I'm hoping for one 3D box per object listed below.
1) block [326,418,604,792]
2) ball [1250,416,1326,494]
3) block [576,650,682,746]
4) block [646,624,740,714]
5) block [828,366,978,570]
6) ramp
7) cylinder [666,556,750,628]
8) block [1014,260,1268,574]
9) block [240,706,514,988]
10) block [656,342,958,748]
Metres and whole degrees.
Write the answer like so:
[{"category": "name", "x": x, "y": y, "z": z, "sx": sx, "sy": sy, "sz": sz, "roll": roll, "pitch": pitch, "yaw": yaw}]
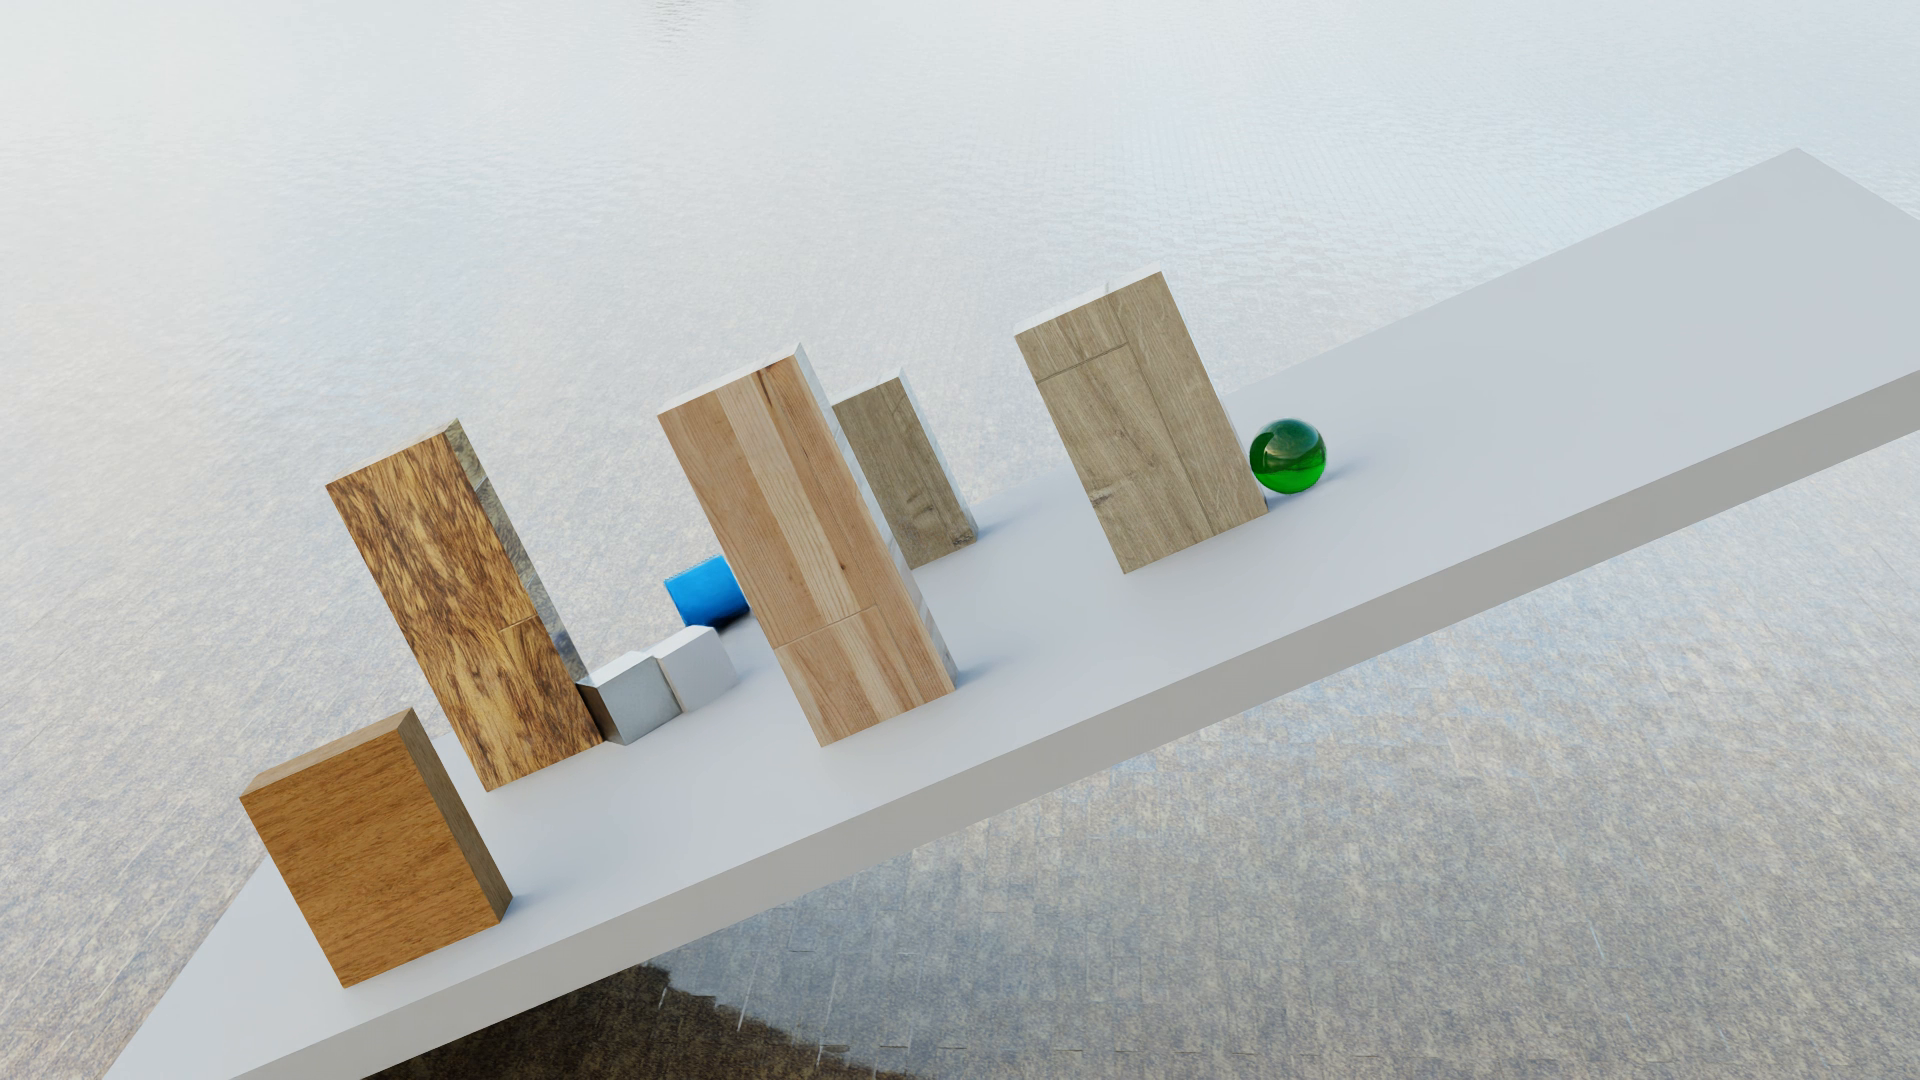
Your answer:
[{"category": "block", "x": -1.109, "y": 0.150, "z": 6.685, "sx": 0.302, "sy": 0.795, "sz": 0.139, "roll": -23, "pitch": 13, "yaw": 9}, {"category": "ball", "x": 0.674, "y": -0.174, "z": 6.044, "sx": 0.159, "sy": 0.159, "sz": 0.159, "roll": 0, "pitch": 15, "yaw": 0}, {"category": "block", "x": -0.747, "y": 0.356, "z": 6.637, "sx": 0.151, "sy": 0.151, "sz": 0.151, "roll": -31, "pitch": 14, "yaw": -22}, {"category": "block", "x": -0.610, "y": 0.291, "z": 6.655, "sx": 0.142, "sy": 0.142, "sz": 0.142, "roll": -31, "pitch": 14, "yaw": -22}, {"category": "block", "x": -0.170, "y": -0.150, "z": 6.915, "sx": 0.266, "sy": 0.434, "sz": 0.120, "roll": -23, "pitch": 13, "yaw": 9}, {"category": "ramp", "x": 0.134, "y": 0.169, "z": 6.283, "sx": 4.000, "sy": 0.100, "sz": 2.000, "roll": -23, "pitch": 13, "yaw": 9}, {"category": "cylinder", "x": -0.621, "y": 0.142, "z": 7.237, "sx": 0.155, "sy": 0.155, "sz": 0.155, "roll": -27, "pitch": 21, "yaw": -8}, {"category": "block", "x": 0.373, "y": -0.251, "z": 6.037, "sx": 0.324, "sy": 0.549, "sz": 0.127, "roll": -23, "pitch": 13, "yaw": 9}, {"category": "block", "x": -1.140, "y": 0.603, "z": 5.759, "sx": 0.346, "sy": 0.436, "sz": 0.134, "roll": -23, "pitch": 13, "yaw": 9}, {"category": "block", "x": -0.295, "y": 0.012, "z": 5.817, "sx": 0.296, "sy": 0.744, "sz": 0.123, "roll": -23, "pitch": 13, "yaw": 9}]
